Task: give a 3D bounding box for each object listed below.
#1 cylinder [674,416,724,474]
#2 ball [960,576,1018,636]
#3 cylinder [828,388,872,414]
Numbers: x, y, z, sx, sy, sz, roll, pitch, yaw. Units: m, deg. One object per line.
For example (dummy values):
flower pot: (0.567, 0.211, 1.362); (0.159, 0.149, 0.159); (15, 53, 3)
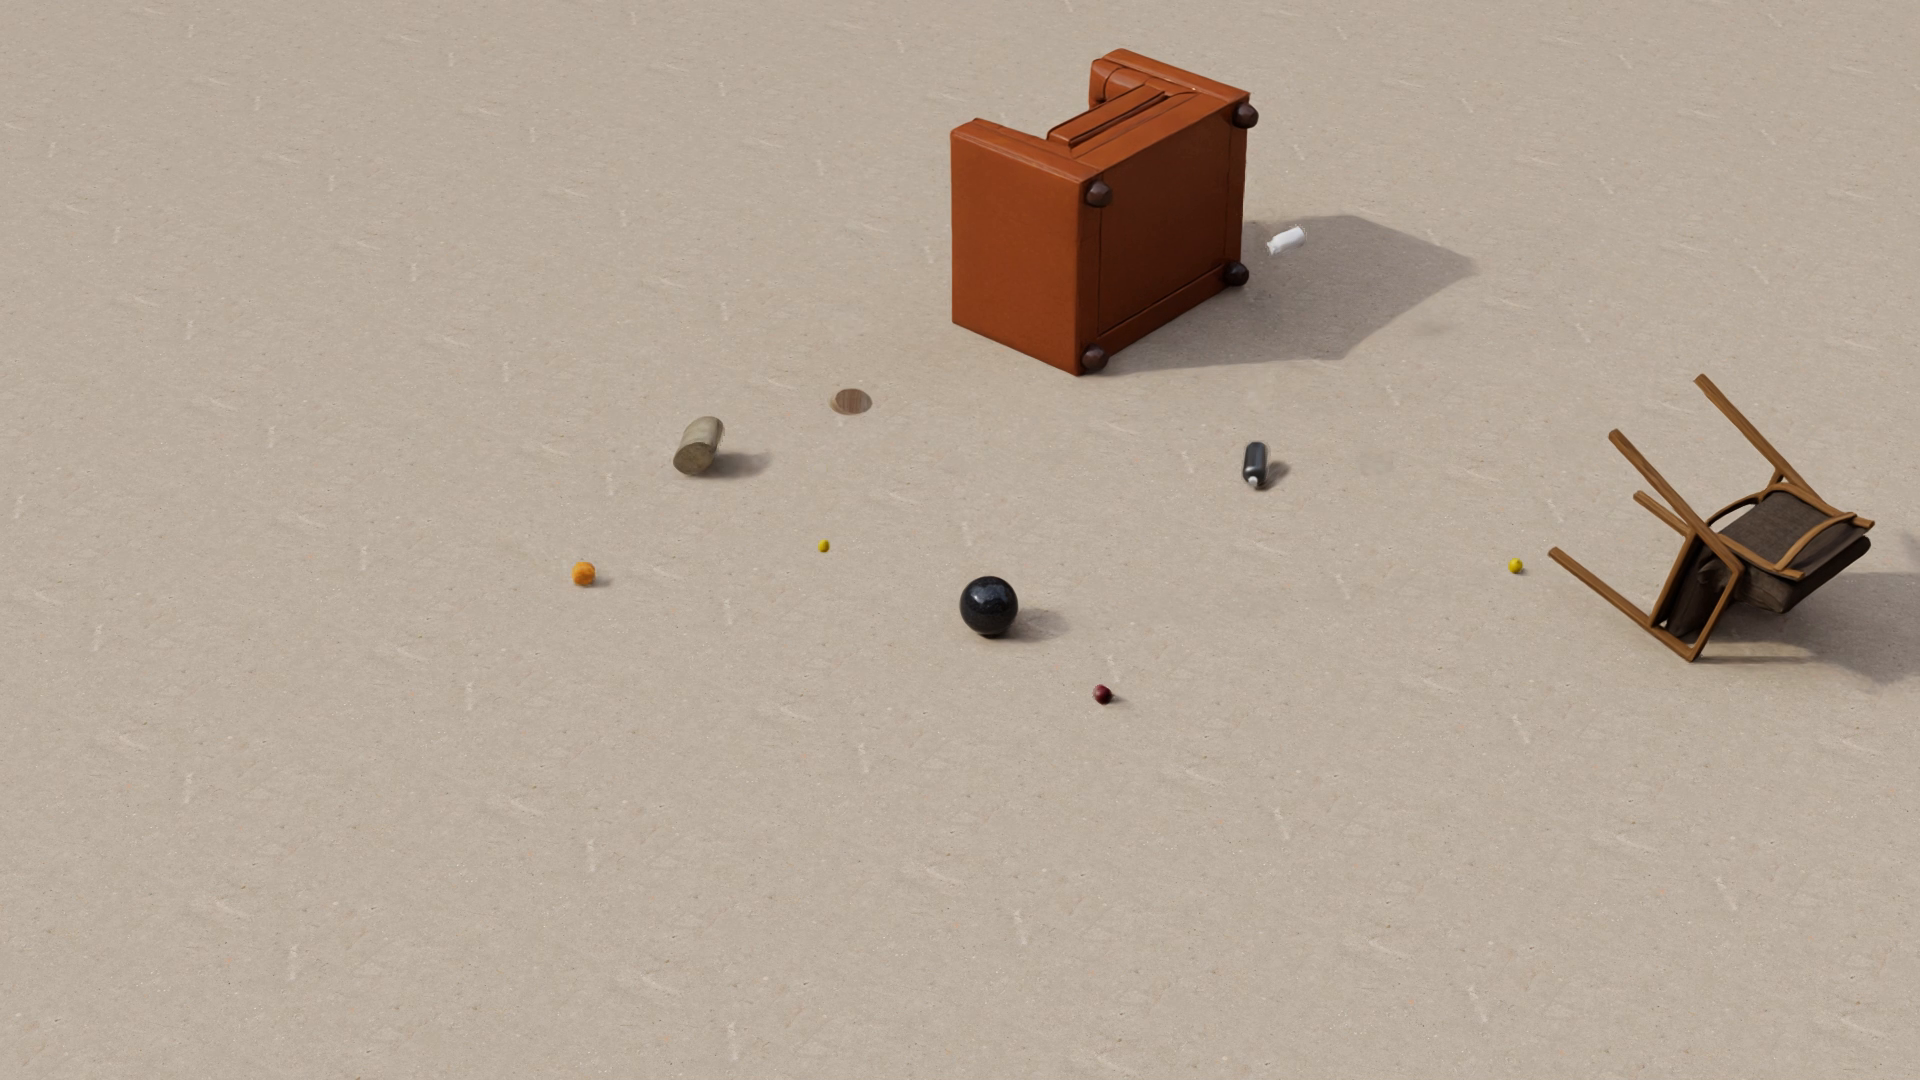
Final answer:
cylinder: (-1.009, -0.366, 11.309); (0.186, 0.122, 0.180); (-32, 25, 28)
ball: (0.103, 0.231, 10.401); (0.212, 0.212, 0.212); (0, 33, 0)
cylinder: (-0.418, -0.525, 11.126); (0.147, 0.092, 0.094); (10, -4, -20)
